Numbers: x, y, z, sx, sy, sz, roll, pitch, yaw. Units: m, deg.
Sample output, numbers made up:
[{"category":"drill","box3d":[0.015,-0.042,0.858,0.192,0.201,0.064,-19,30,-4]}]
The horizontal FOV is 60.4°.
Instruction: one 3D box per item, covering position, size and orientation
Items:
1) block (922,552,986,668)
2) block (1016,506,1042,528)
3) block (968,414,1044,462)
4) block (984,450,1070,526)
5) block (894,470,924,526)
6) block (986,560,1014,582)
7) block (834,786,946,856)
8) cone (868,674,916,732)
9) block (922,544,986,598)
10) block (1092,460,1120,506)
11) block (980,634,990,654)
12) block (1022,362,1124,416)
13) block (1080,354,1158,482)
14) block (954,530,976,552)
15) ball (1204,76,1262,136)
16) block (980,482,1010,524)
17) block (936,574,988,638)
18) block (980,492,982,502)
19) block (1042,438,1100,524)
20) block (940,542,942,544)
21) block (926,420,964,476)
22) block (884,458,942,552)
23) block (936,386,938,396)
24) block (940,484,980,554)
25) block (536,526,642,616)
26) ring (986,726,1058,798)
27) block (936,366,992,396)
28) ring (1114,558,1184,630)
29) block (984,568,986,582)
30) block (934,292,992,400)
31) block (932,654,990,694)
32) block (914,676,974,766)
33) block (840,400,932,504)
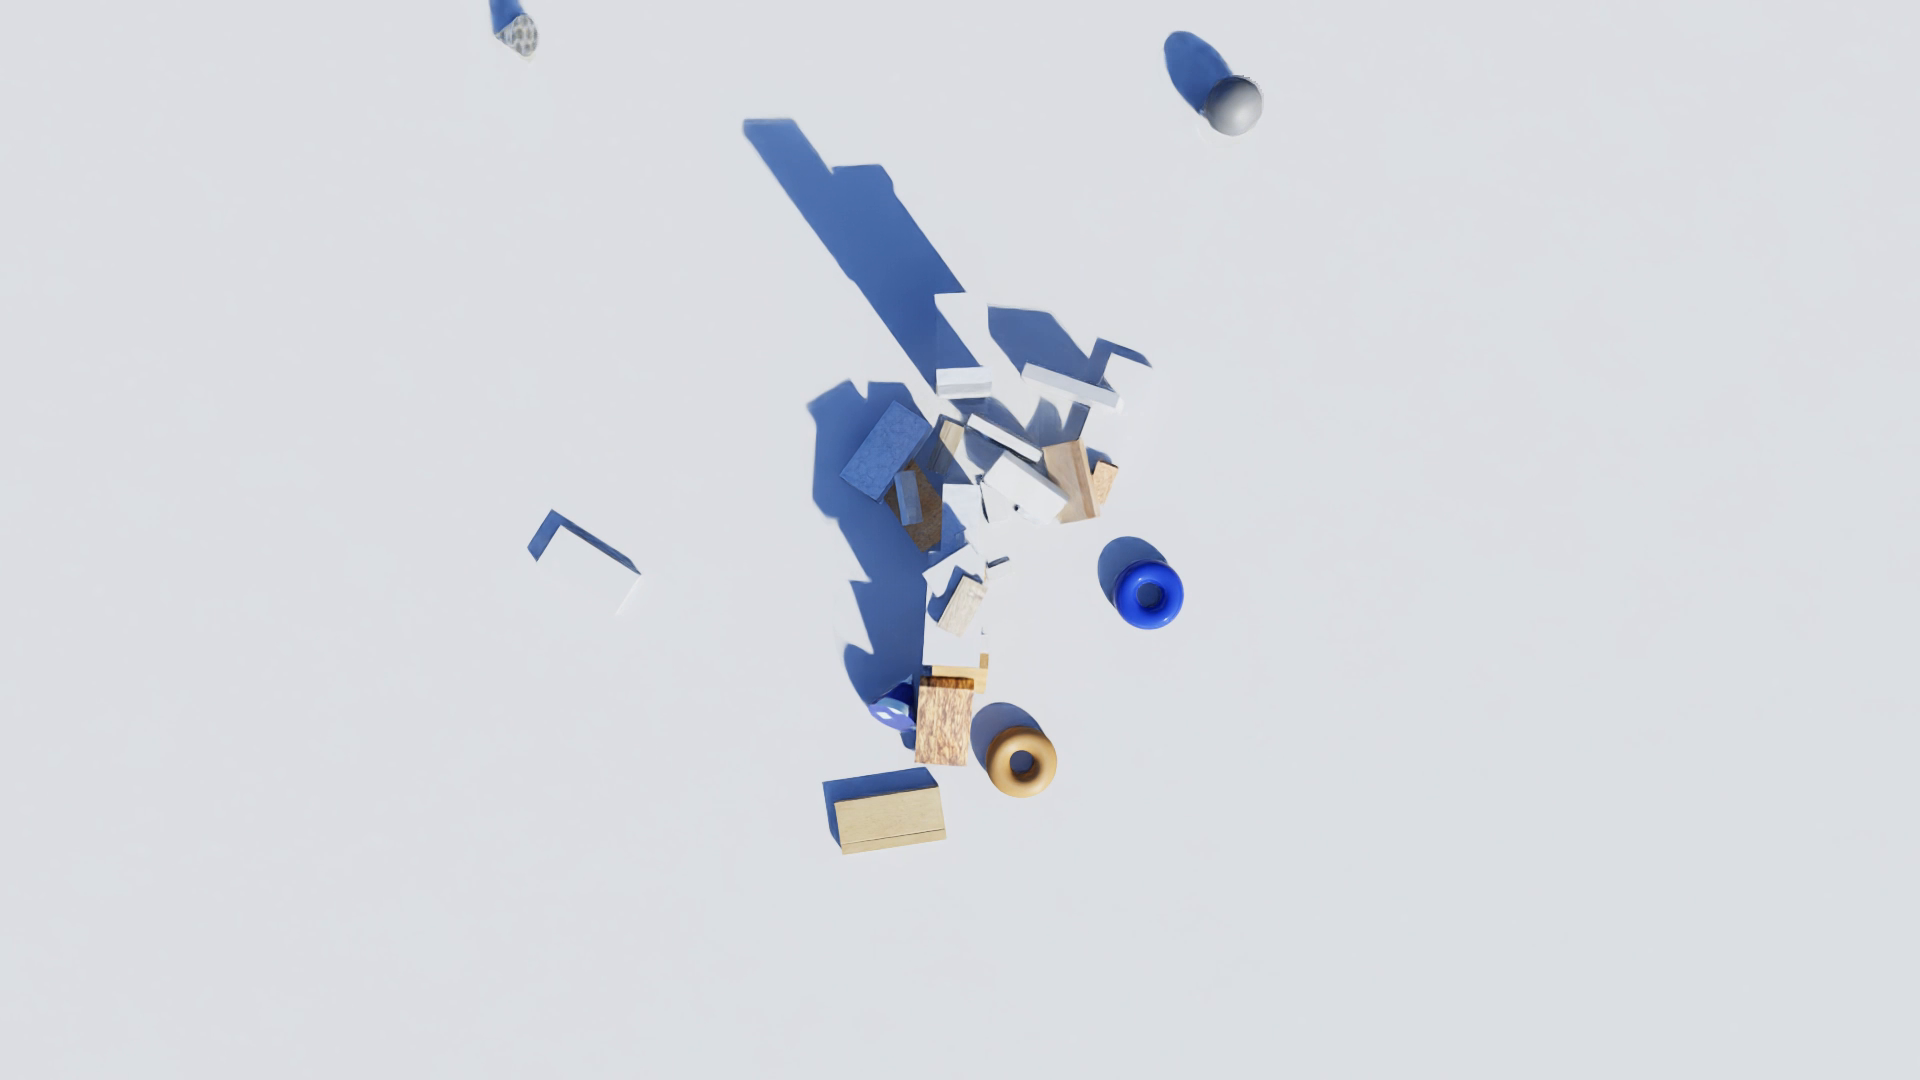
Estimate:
[{"category":"block","box3d":[-0.018,0.215,5.122,0.175,0.050,0.350,3,90,0]},{"category":"block","box3d":[0.236,-0.085,5.493,0.092,0.013,0.046,36,90,0]},{"category":"block","box3d":[0.150,-0.337,5.433,0.263,0.131,0.037,29,97,0]},{"category":"block","box3d":[0.220,-0.172,5.424,0.263,0.037,0.131,35,132,-4]},{"category":"block","box3d":[-0.169,-0.139,5.413,0.025,0.087,0.175,-10,90,33]},{"category":"block","box3d":[0.132,0.105,5.493,0.092,0.013,0.046,-22,90,0]},{"category":"block","box3d":[-0.229,0.929,5.475,0.348,0.049,0.174,-9,90,0]},{"category":"cone","box3d":[-0.190,0.516,5.461,0.173,0.173,0.173,24,63,0]},{"category":"block","box3d":[-0.019,0.094,5.085,0.175,0.025,0.087,-33,90,0]},{"category":"block","box3d":[0.467,-0.189,5.452,0.071,0.020,0.142,21,115,0]},{"category":"block","box3d":[0.003,0.340,5.323,0.175,0.350,0.050,0,84,0]},{"category":"block","box3d":[0.371,-0.492,5.387,0.325,0.162,0.046,20,89,12]},{"category":"block","box3d":[0.507,-0.406,5.477,0.162,0.046,0.395,21,90,0]},{"category":"block","box3d":[0.018,0.018,5.223,0.046,0.013,0.092,-22,90,0]},{"category":"ball","box3d":[0.897,-1.421,5.406,0.189,0.189,0.189,0,90,0]},{"category":"block","box3d":[0.117,-0.130,5.490,0.071,0.020,0.142,-13,90,0]},{"category":"block","box3d":[0.007,0.206,5.071,0.087,0.025,0.177,27,95,-8]},{"category":"block","box3d":[0.009,-0.141,5.382,0.118,0.237,0.034,5,90,0]},{"category":"block","box3d":[0.367,-0.193,5.442,0.131,0.037,0.263,-11,96,27]},{"category":"block","box3d":[-0.002,0.023,5.382,0.118,0.237,0.034,0,90,0]},{"category":"block","box3d":[-0.048,-0.306,5.490,0.071,0.020,0.172,22,90,0]},{"category":"block","box3d":[-0.151,-0.127,5.478,0.155,0.044,0.311,-35,90,0]},{"category":"block","box3d":[0.004,-0.501,5.338,0.162,0.324,0.046,0,90,0]},{"category":"block","box3d":[0.001,-0.058,5.247,0.118,0.034,0.237,2,90,0]},{"category":"block","box3d":[-1.233,0.100,5.478,0.311,0.044,0.155,33,90,0]},{"category":"ring","box3d":[0.204,0.735,5.461,0.238,0.079,0.238,0,91,-1]},{"category":"block","box3d":[0.013,-0.477,4.967,0.162,0.325,0.046,-3,90,0]},{"category":"ring","box3d":[0.625,0.181,5.462,0.237,0.079,0.237,0,91,1]},{"category":"block","box3d":[-0.007,0.112,5.324,0.175,0.350,0.050,1,86,0]},{"category":"block","box3d":[0.011,-0.607,5.153,0.162,0.046,0.324,-3,90,0]},{"category":"block","box3d":[0.000,0.429,5.327,0.174,0.348,0.049,3,72,0]},{"category":"block","box3d":[-0.052,0.593,5.374,0.174,0.049,0.348,4,128,0]},{"category":"block","box3d":[-0.243,-0.291,5.443,0.155,0.044,0.311,34,84,16]}]
